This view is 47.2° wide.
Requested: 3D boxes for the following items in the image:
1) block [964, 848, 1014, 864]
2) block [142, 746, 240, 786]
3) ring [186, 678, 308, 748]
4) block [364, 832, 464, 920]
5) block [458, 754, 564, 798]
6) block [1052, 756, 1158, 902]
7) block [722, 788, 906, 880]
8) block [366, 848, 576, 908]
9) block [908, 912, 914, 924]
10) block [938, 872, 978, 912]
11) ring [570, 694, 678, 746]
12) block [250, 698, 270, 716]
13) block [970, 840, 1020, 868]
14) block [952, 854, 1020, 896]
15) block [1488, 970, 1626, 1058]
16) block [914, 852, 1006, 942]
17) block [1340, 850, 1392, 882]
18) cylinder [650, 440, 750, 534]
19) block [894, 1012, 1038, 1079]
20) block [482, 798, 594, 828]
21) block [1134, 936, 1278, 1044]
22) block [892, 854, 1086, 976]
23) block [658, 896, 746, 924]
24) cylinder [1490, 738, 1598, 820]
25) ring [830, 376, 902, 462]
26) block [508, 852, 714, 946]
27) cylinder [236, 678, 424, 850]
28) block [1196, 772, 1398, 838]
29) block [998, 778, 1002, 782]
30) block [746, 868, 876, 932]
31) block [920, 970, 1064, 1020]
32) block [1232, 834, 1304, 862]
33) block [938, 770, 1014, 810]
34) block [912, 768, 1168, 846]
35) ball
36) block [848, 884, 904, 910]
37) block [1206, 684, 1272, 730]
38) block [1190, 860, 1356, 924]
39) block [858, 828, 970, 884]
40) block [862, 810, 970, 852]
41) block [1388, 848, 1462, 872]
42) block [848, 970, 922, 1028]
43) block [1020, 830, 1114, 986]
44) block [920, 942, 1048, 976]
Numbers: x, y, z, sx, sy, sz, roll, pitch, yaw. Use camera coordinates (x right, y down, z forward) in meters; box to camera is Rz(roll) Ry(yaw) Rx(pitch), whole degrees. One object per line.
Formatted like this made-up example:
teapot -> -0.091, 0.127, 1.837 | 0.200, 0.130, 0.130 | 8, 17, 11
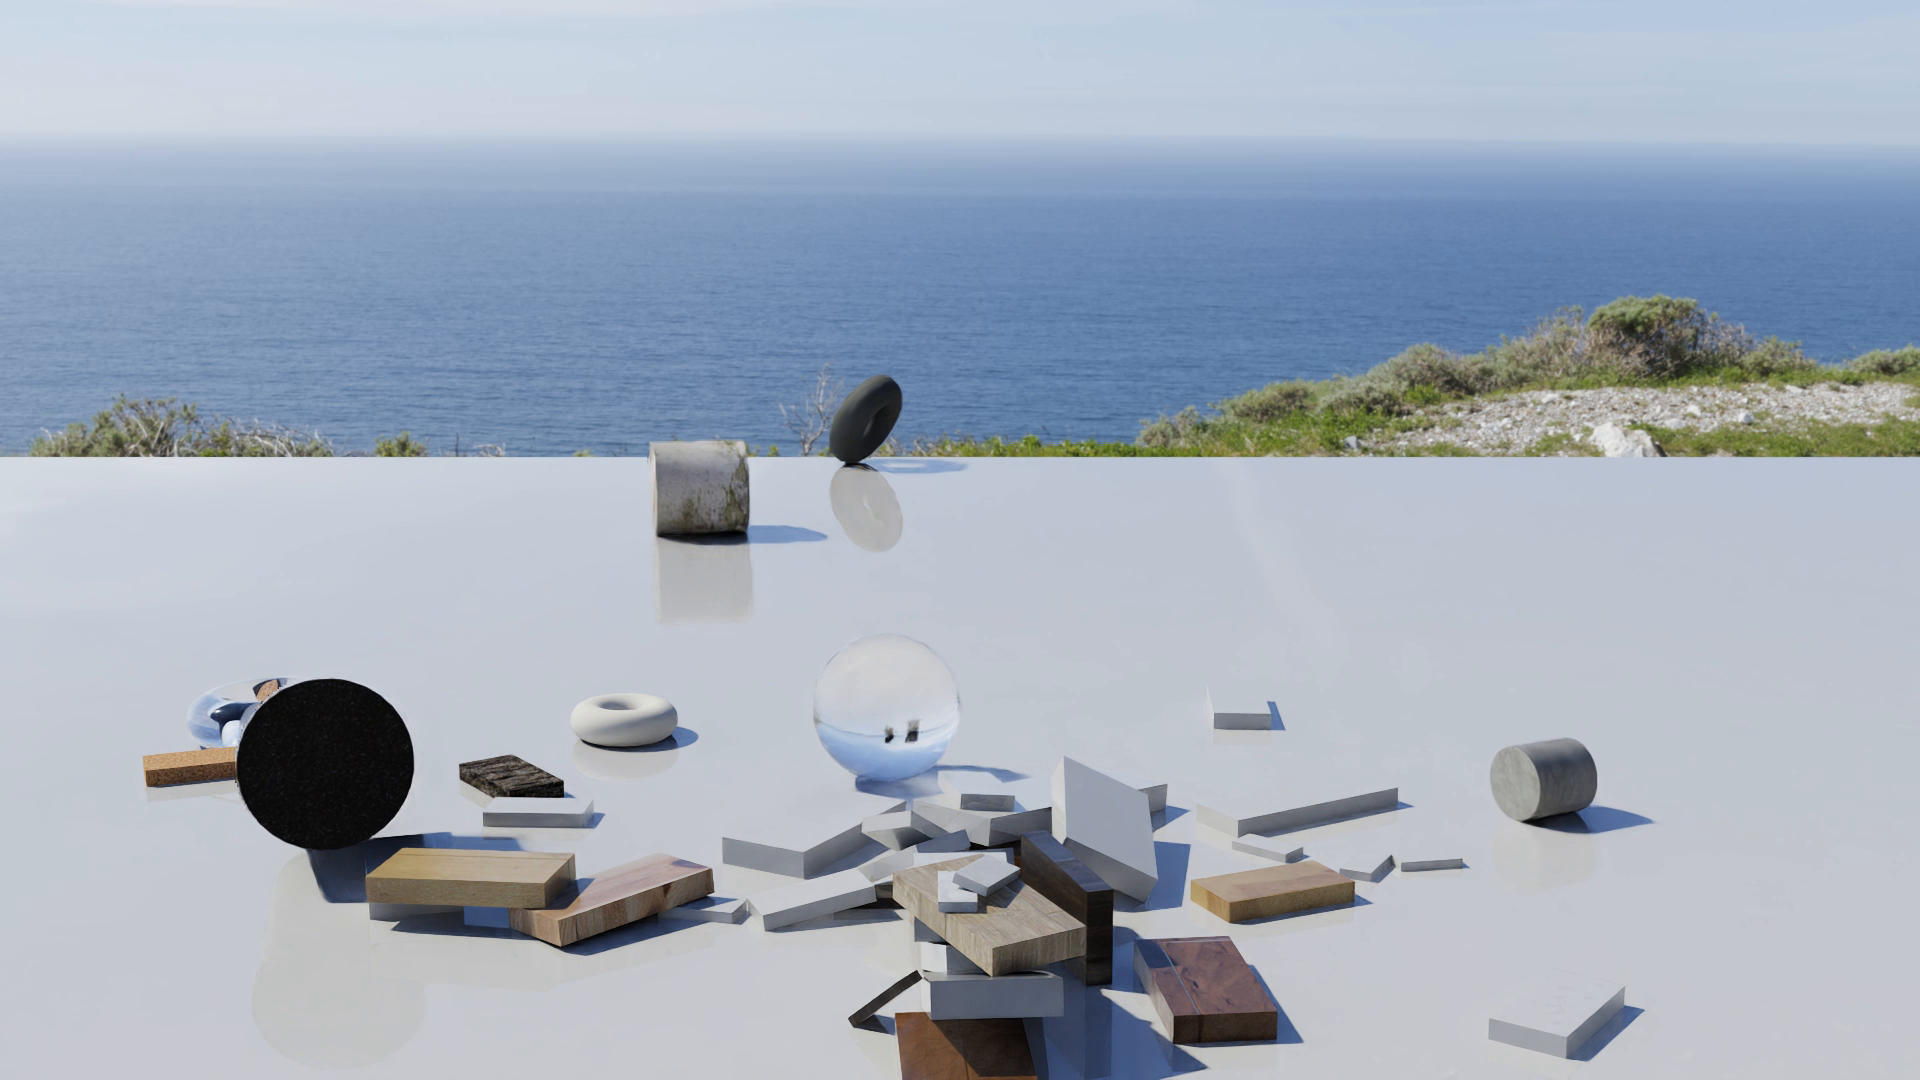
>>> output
block -> 0.011, 0.538, 3.629 | 0.105, 0.030, 0.211 | -2, -14, -14
block -> -1.497, 0.445, 4.360 | 0.226, 0.032, 0.113 | -4, 11, -22
ring -> -1.447, 0.365, 4.593 | 0.322, 0.107, 0.322 | -1, 10, 0
block -> -0.923, 0.562, 3.705 | 0.148, 0.042, 0.297 | -3, 11, -16
block -> -0.869, 0.465, 4.257 | 0.113, 0.032, 0.226 | -8, 13, -36
block -> 0.244, 0.491, 3.770 | 0.169, 0.048, 0.338 | 26, 17, -6
block -> -0.256, 0.519, 3.921 | 0.169, 0.048, 0.338 | 6, 12, 29
block -> -0.787, 0.545, 3.550 | 0.297, 0.042, 0.149 | 0, 10, 9
block -> 0.006, 0.583, 3.415 | 0.143, 0.041, 0.286 | -1, -3, -7
block -> -0.004, 0.496, 3.104 | 0.054, 0.015, 0.109 | 0, 14, -1
ring -> -0.705, 0.377, 4.618 | 0.224, 0.075, 0.224 | 1, 10, 0
block -> -1.493, 0.363, 4.837 | 0.071, 0.020, 0.141 | 2, 11, 13
block -> 0.051, 0.527, 3.794 | 0.378, 0.026, 0.093 | 10, 14, 42
block -> 0.038, 0.477, 3.130 | 0.054, 0.015, 0.109 | 20, 15, 23
block -> 0.852, 0.673, 3.134 | 0.113, 0.032, 0.226 | 8, 13, 36
block -> 0.003, 0.532, 3.293 | 0.143, 0.041, 0.286 | 0, 10, -1
block -> 0.698, 0.560, 3.785 | 0.056, 0.016, 0.112 | 6, 12, 28
cylinder -> -0.825, -0.165, 6.951 | 0.287, 0.287, 0.287 | -2, 11, -12
block -> 0.009, 0.710, 2.889 | 0.174, 0.049, 0.347 | -1, 11, -4
block -> -0.778, 0.503, 4.065 | 0.185, 0.026, 0.093 | 0, 11, 3
block -> 0.354, 0.654, 3.212 | 0.148, 0.042, 0.295 | -1, 11, -6
block -> 0.038, 0.525, 3.105 | 0.148, 0.042, 0.295 | -8, 16, -28
block -> -0.419, 0.598, 3.575 | 0.129, 0.018, 0.064 | 3, 11, 16
cylinder -> 1.083, 0.444, 4.082 | 0.137, 0.137, 0.137 | -5, 12, -26
ring -> -0.359, -0.460, 8.393 | 0.123, 0.370, 0.370 | 34, 23, 17
block -> -0.562, 0.578, 3.553 | 0.297, 0.042, 0.149 | -14, 13, -42
cylinder -> -1.086, 0.385, 3.817 | 0.287, 0.287, 0.287 | -2, -4, -11
block -> 0.631, 0.492, 4.101 | 0.384, 0.034, 0.121 | -6, 12, -31
block -> 0.044, 0.479, 4.152 | 0.071, 0.020, 0.141 | -9, 6, 1
block -> -0.241, 0.582, 3.567 | 0.190, 0.027, 0.095 | -12, 14, -19
block -> 0.039, 0.624, 3.029 | 0.174, 0.049, 0.347 | -1, -9, -3
block -> 0.542, 0.543, 3.878 | 0.112, 0.016, 0.056 | 9, 14, 40
block -> 0.027, 0.438, 3.854 | 0.095, 0.027, 0.190 | 4, 5, -13
block -> 0.153, 0.476, 3.966 | 0.169, 0.048, 0.545 | 9, 7, 38
ball -> -0.143, 0.327, 4.290 | 0.290, 0.290, 0.290 | 0, 11, 0
block -> -0.144, 0.589, 3.627 | 0.129, 0.018, 0.064 | -1, 11, -3
block -> 0.606, 0.363, 4.796 | 0.121, 0.034, 0.242 | 0, 11, 3
block -> 0.516, 0.579, 3.633 | 0.242, 0.034, 0.121 | -5, 12, -25
block -> -0.085, 0.529, 3.642 | 0.105, 0.030, 0.211 | -12, -12, -39
block -> -0.074, 0.502, 3.702 | 0.095, 0.027, 0.190 | -11, -29, 29
block -> 0.808, 0.555, 3.815 | 0.113, 0.016, 0.056 | -2, 11, -11
block -> -0.106, 0.650, 3.118 | 0.109, 0.015, 0.054 | -41, -12, 29
block -> 0.162, 0.565, 3.400 | 0.042, 0.148, 0.295 | -3, 11, -17
block -> 0.032, 0.606, 3.211 | 0.143, 0.041, 0.286 | -1, -9, -8
